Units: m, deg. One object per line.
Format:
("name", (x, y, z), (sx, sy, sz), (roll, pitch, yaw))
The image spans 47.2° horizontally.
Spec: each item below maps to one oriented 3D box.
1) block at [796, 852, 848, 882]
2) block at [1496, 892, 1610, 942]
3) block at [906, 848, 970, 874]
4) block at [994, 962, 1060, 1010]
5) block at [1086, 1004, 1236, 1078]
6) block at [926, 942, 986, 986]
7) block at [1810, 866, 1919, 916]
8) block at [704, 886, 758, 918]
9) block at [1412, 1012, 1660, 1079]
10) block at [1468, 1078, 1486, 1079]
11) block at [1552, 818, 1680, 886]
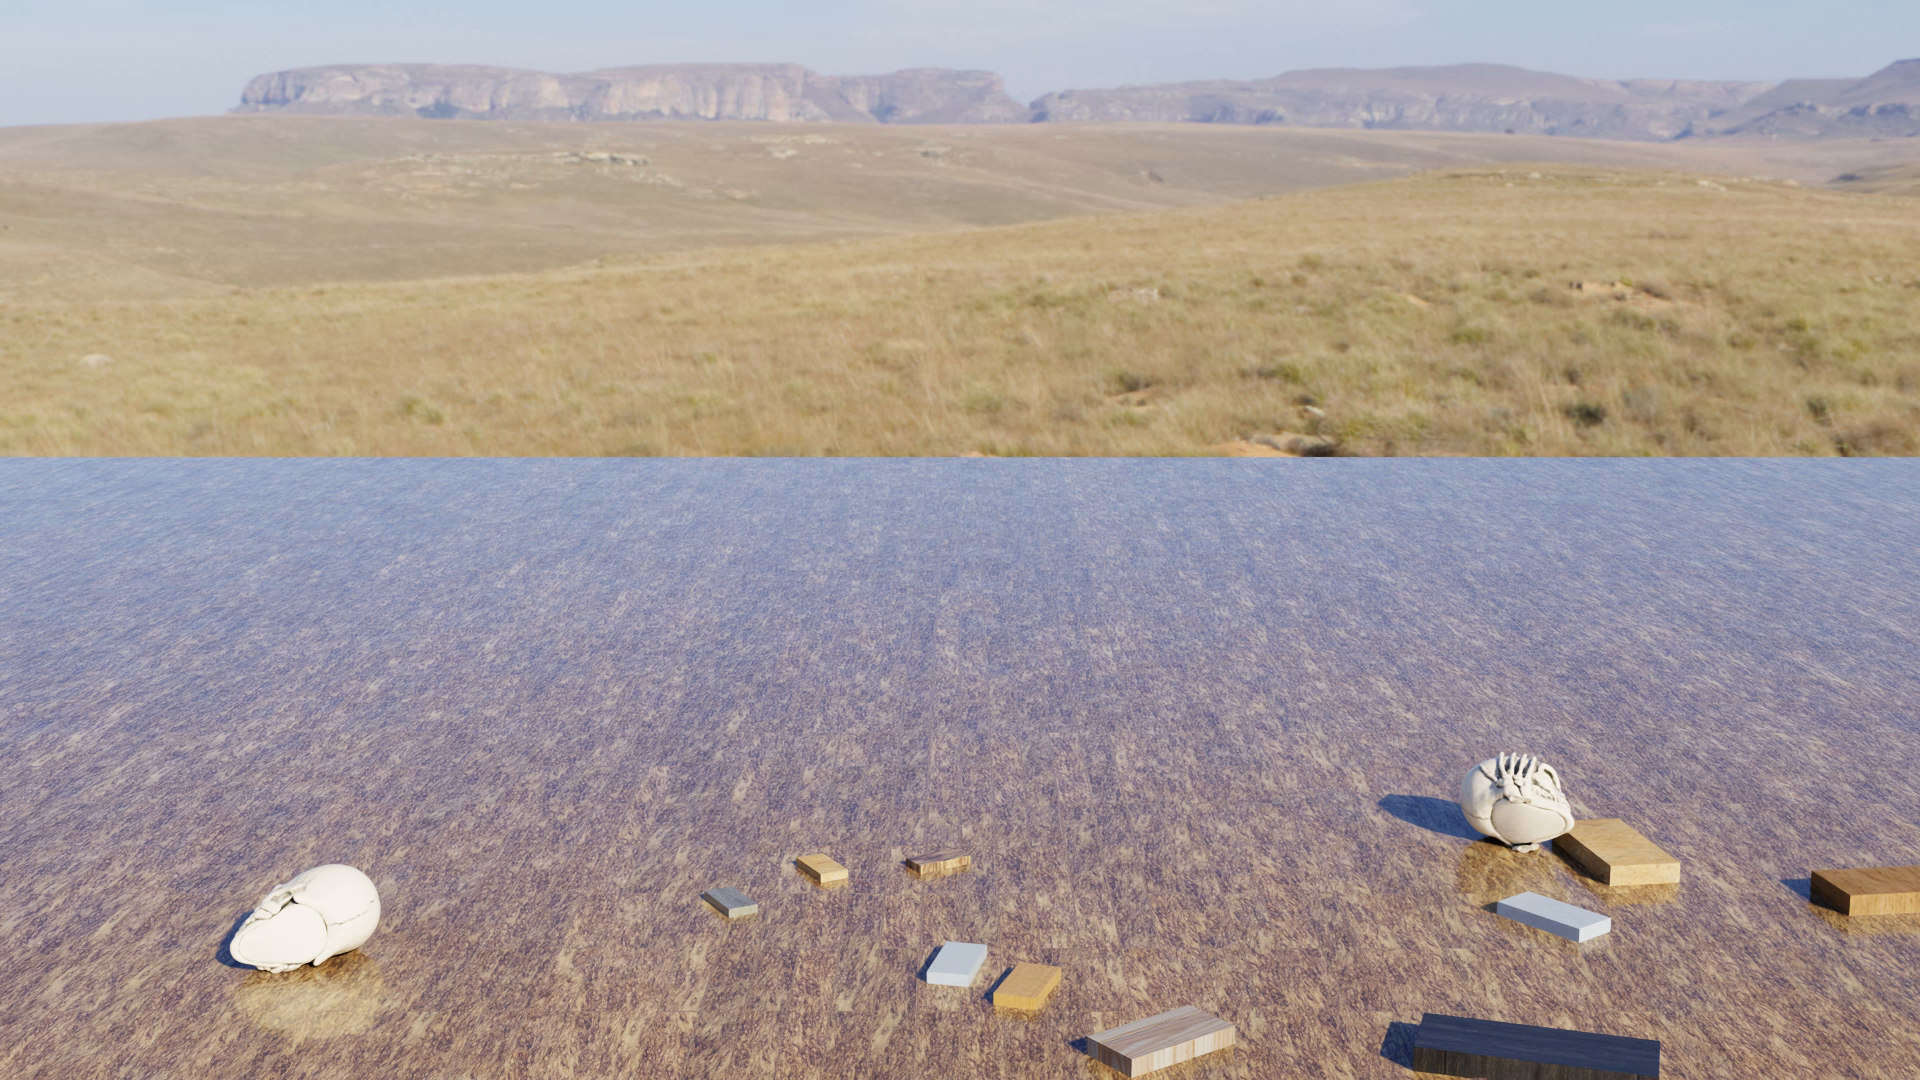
("block", (-0.237, 0.563, 3.778), (0.050, 0.014, 0.101), (-6, 12, -28))
("block", (0.952, 0.604, 3.531), (0.080, 0.023, 0.160), (-8, 13, -37))
("block", (-0.038, 0.556, 3.813), (0.101, 0.014, 0.050), (-7, 12, -32))
("block", (0.100, 0.659, 3.250), (0.064, 0.018, 0.128), (4, 11, 19))
("block", (0.279, 0.692, 3.044), (0.189, 0.027, 0.094), (-8, 13, -36))
("block", (-0.004, 0.643, 3.336), (0.064, 0.018, 0.128), (2, 11, 13))
("block", (1.555, 0.578, 3.637), (0.247, 0.035, 0.123), (-1, 11, -8))
("block", (-0.376, 0.594, 3.610), (0.050, 0.014, 0.101), (-6, 12, -29))
("block", (0.782, 0.700, 2.983), (0.316, 0.035, 0.123), (3, 11, 18))
("block", (0.677, 0.745, 2.770), (0.080, 0.023, 0.261), (-2, 11, -10))
("block", (1.140, 0.542, 3.832), (0.123, 0.035, 0.247), (-1, 11, -7))
